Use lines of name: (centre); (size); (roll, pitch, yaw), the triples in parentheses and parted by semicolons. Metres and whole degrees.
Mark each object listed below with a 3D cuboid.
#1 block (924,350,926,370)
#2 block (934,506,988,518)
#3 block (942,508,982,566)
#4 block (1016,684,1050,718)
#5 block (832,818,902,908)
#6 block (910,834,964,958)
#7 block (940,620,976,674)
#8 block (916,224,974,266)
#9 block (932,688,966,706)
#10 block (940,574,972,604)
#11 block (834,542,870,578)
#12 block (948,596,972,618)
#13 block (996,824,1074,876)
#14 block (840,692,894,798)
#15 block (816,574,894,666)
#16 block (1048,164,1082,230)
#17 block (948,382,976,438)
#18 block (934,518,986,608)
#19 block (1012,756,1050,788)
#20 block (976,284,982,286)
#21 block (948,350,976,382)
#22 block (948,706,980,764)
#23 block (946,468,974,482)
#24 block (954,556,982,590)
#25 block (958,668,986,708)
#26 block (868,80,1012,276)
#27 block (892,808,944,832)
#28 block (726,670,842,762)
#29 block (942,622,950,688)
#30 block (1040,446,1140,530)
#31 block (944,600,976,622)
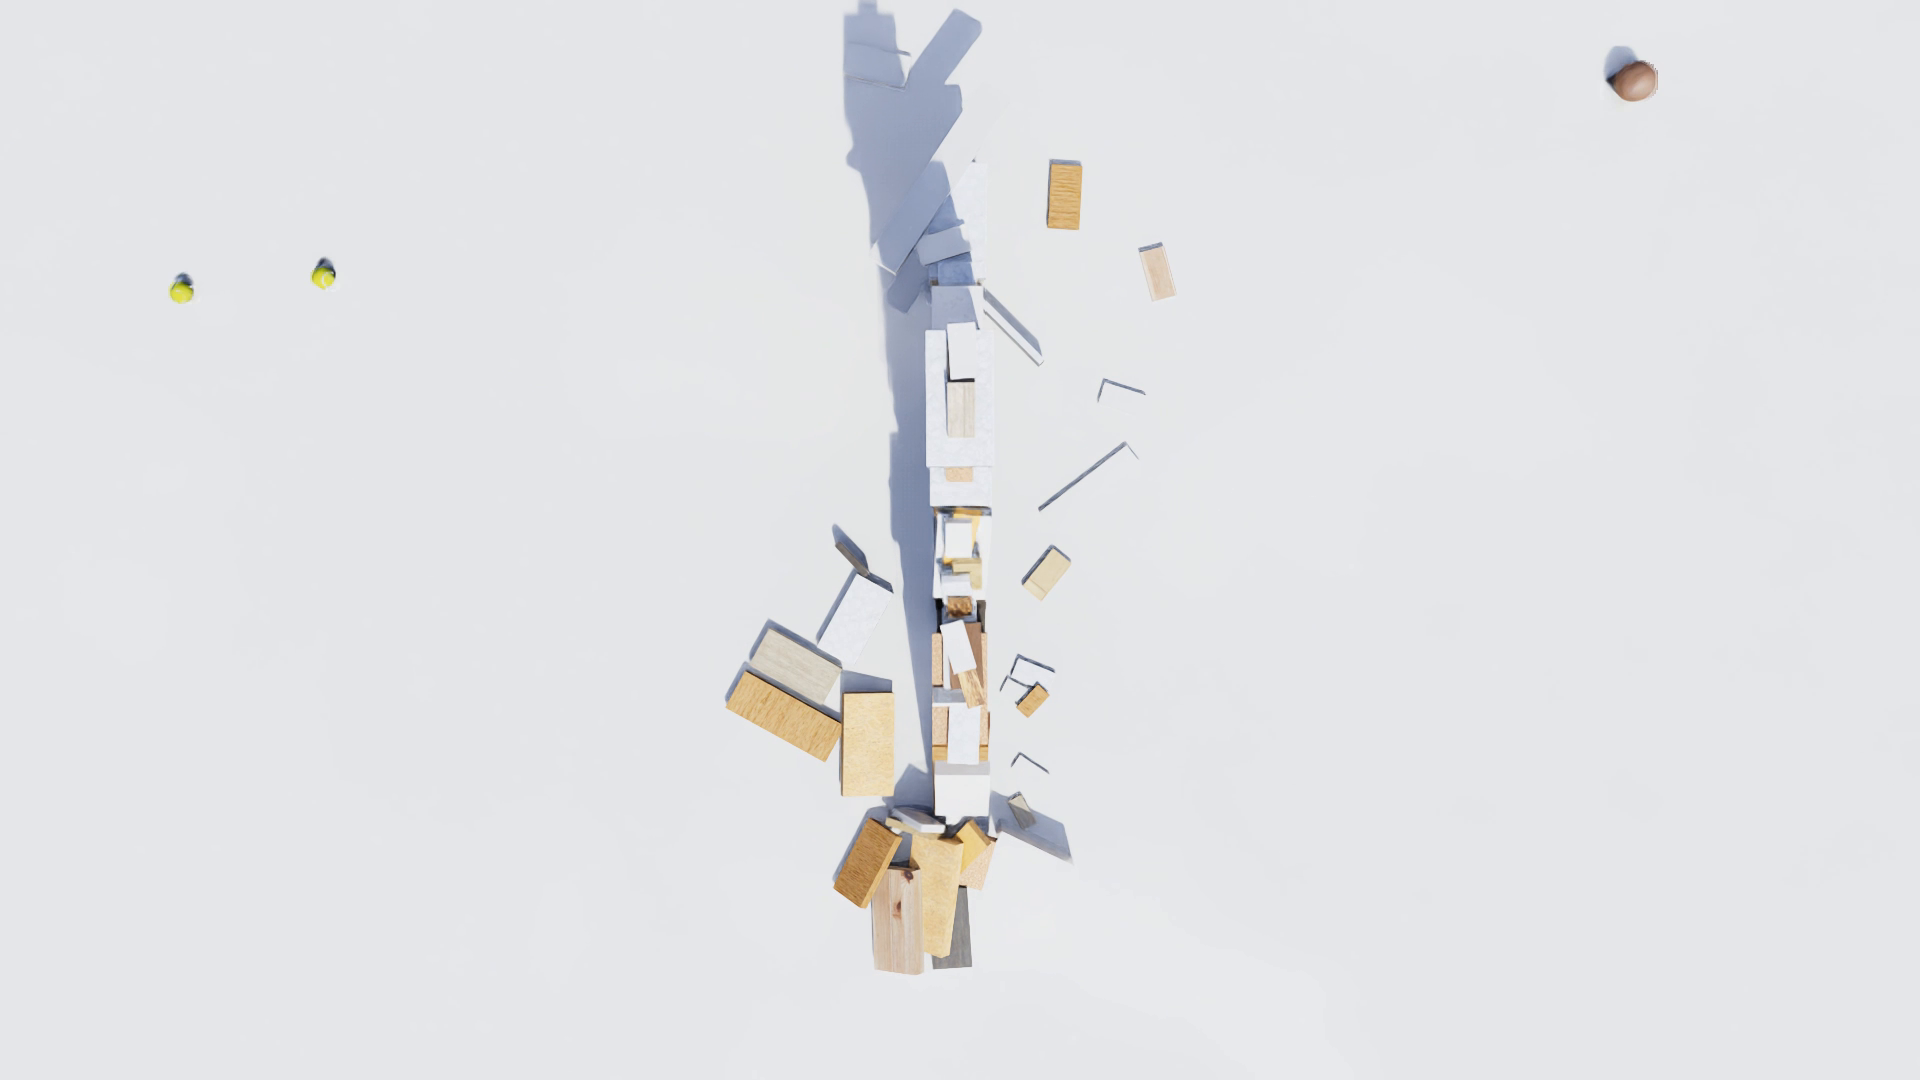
block: (-0.004, -0.453, 4.334); (0.169, 0.401, 0.048); (0, 90, 0)
block: (0.004, -0.077, 4.755); (0.152, 0.303, 0.043); (-1, 76, 0)
block: (0.004, -0.006, 4.567); (0.072, 0.234, 0.020); (6, 52, -6)
block: (0.242, 0.536, 5.476); (0.054, 0.015, 0.107); (43, 93, -1)
block: (-0.305, 1.067, 5.447); (0.131, 0.037, 0.263); (27, 90, 35)
block: (-0.094, 1.159, 5.414); (0.169, 0.048, 0.378); (11, 97, 33)
block: (-0.005, 0.305, 4.720); (0.067, 0.019, 0.143); (-17, 91, 0)
block: (-0.050, -0.908, 5.082); (0.167, 0.024, 0.083); (-18, 90, 0)
block: (-0.025, 0.453, 4.764); (0.107, 0.015, 0.054); (-1, 50, 0)
block: (-0.008, 0.140, 4.671); (0.081, 0.162, 0.023); (-3, 66, 2)
block: (-0.357, 0.065, 5.464); (0.021, 0.072, 0.145); (-44, 90, 0)
block: (0.001, 0.192, 4.738); (0.067, 0.134, 0.019); (-3, 71, 2)
block: (0.247, 1.021, 5.434); (0.263, 0.131, 0.037); (26, 90, 0)
block: (-0.306, 0.675, 5.456); (0.169, 0.048, 0.338); (1, 90, -15)
block: (-0.347, 0.266, 5.480); (0.138, 0.039, 0.276); (29, 90, 0)
block: (0.350, -1.140, 5.485); (0.104, 0.029, 0.208); (3, 90, 0)
block: (0.004, -0.320, 4.062); (0.068, 0.019, 0.136); (0, 101, 0)
block: (0.001, 0.069, 4.800); (0.152, 0.043, 0.318); (-1, 131, 0)
block: (0.235, 0.770, 5.492); (0.118, 0.015, 0.054); (34, 90, 0)
block: (-0.007, -0.687, 4.772); (0.140, 0.397, 0.040); (-3, 91, 0)
block: (0.003, -0.419, 4.076); (0.068, 0.019, 0.136); (-1, 90, 0)
block: (0.012, 0.557, 4.777); (0.090, 0.025, 0.179); (2, 91, 0)
block: (-0.002, -0.180, 4.396); (0.072, 0.144, 0.020); (0, 80, 0)
block: (0.022, 0.095, 4.641); (0.081, 0.162, 0.023); (-1, 62, 0)
block: (0.033, 0.425, 4.725); (0.054, 0.015, 0.107); (-16, 91, 0)
block: (-0.062, -1.115, 5.074); (0.104, 0.029, 0.657); (33, 85, 3)
block: (-0.136, 0.918, 5.400); (0.090, 0.179, 0.025); (8, 95, -34)
block: (-0.579, 0.586, 5.480); (0.378, 0.039, 0.138); (29, 90, 0)
block: (-0.001, 0.332, 4.771); (0.094, 0.027, 0.189); (-1, 91, 0)
block: (0.431, -0.175, 5.490); (0.366, 0.021, 0.072); (-37, 90, 0)
block: (0.000, 0.147, 4.809); (0.094, 0.027, 0.325); (-1, 127, 0)
